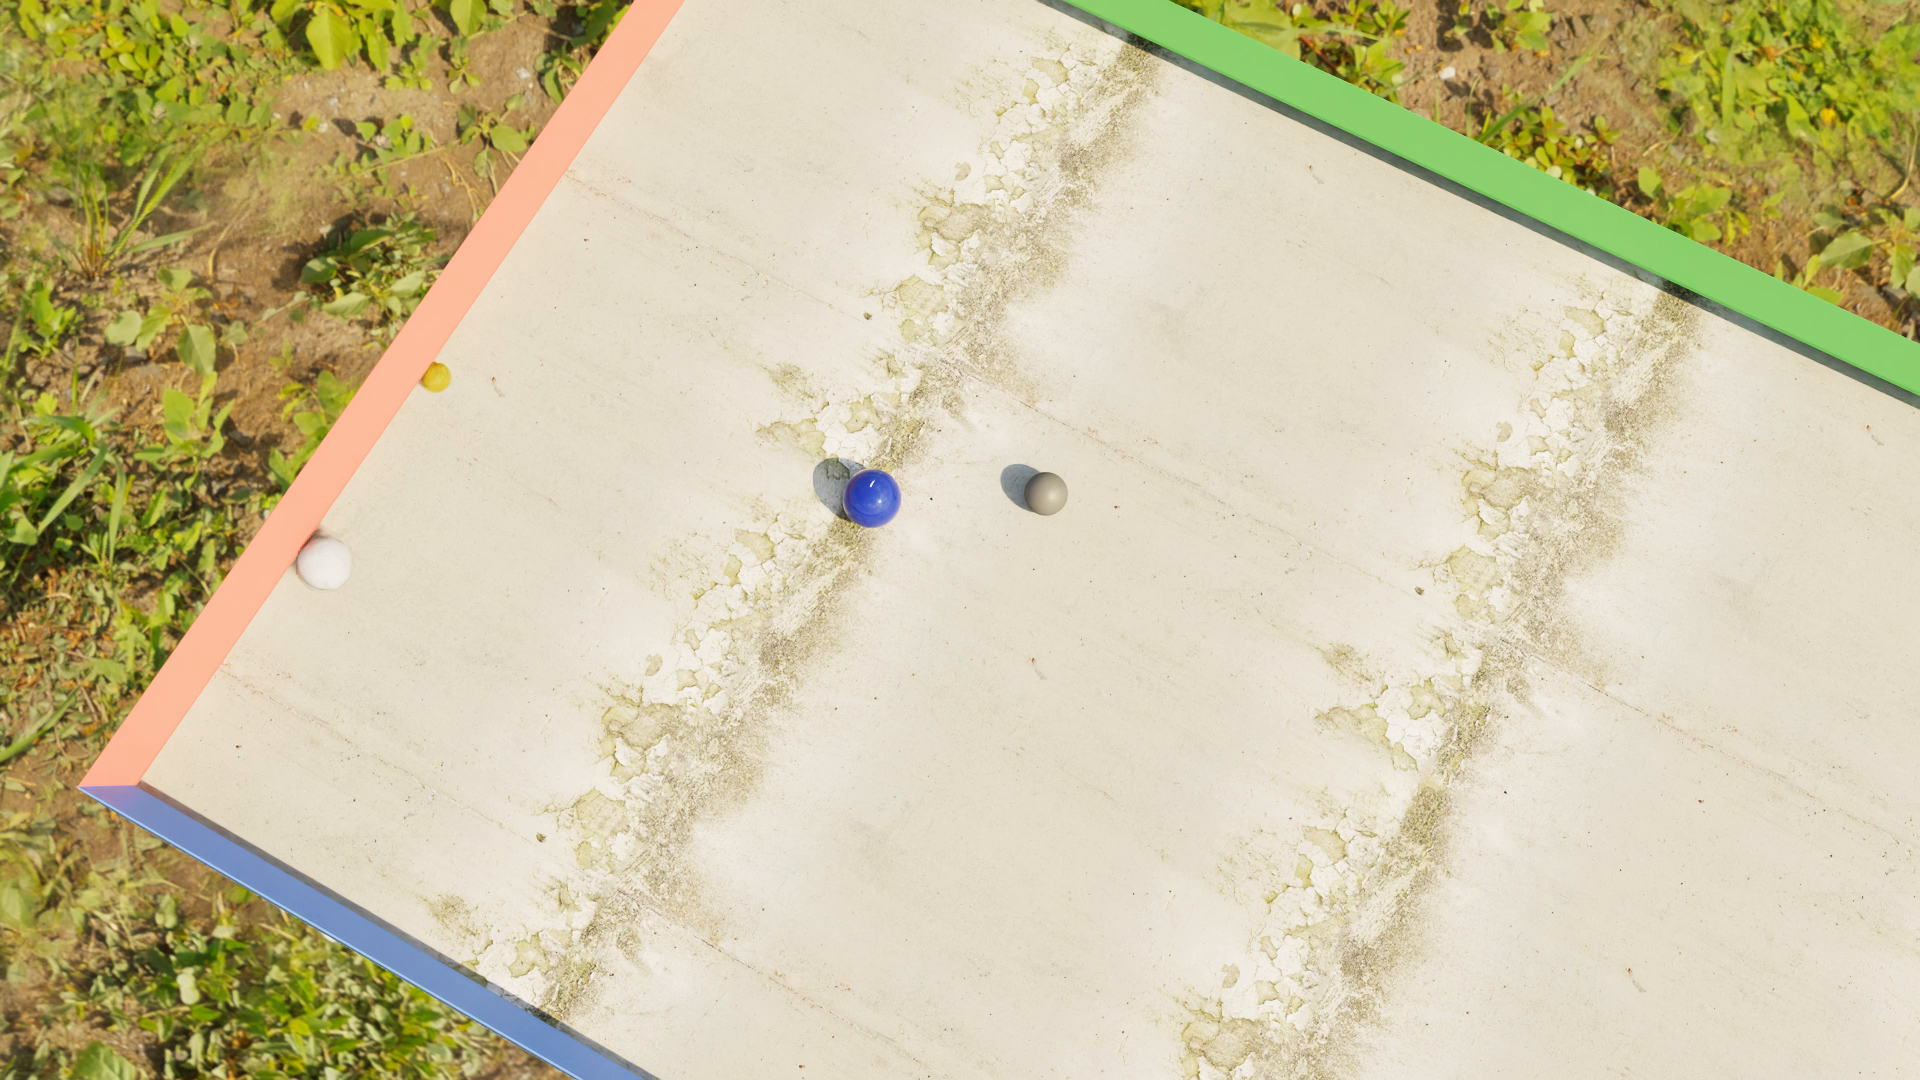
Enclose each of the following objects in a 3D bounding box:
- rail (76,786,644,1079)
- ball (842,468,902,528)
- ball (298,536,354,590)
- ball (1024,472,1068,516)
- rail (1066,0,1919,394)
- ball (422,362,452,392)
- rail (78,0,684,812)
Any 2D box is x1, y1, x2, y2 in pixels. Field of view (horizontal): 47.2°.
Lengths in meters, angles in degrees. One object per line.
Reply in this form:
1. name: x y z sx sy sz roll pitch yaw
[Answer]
1. rail: 0.352 1.206 2.972 3.735 0.123 0.045 27 72 10
2. ball: -0.139 -0.066 3.469 0.095 0.095 0.095 0 69 0
3. ball: -0.991 0.037 3.435 0.085 0.085 0.085 0 69 0
4. ball: 0.136 -0.073 3.485 0.070 0.070 0.070 0 69 0
5. rail: 1.285 -0.384 3.573 3.735 0.123 0.045 27 72 10
6. ball: -0.850 -0.264 3.569 0.049 0.049 0.049 0 69 0
7. rail: -0.798 -0.419 3.586 0.045 0.123 1.987 27 72 10
